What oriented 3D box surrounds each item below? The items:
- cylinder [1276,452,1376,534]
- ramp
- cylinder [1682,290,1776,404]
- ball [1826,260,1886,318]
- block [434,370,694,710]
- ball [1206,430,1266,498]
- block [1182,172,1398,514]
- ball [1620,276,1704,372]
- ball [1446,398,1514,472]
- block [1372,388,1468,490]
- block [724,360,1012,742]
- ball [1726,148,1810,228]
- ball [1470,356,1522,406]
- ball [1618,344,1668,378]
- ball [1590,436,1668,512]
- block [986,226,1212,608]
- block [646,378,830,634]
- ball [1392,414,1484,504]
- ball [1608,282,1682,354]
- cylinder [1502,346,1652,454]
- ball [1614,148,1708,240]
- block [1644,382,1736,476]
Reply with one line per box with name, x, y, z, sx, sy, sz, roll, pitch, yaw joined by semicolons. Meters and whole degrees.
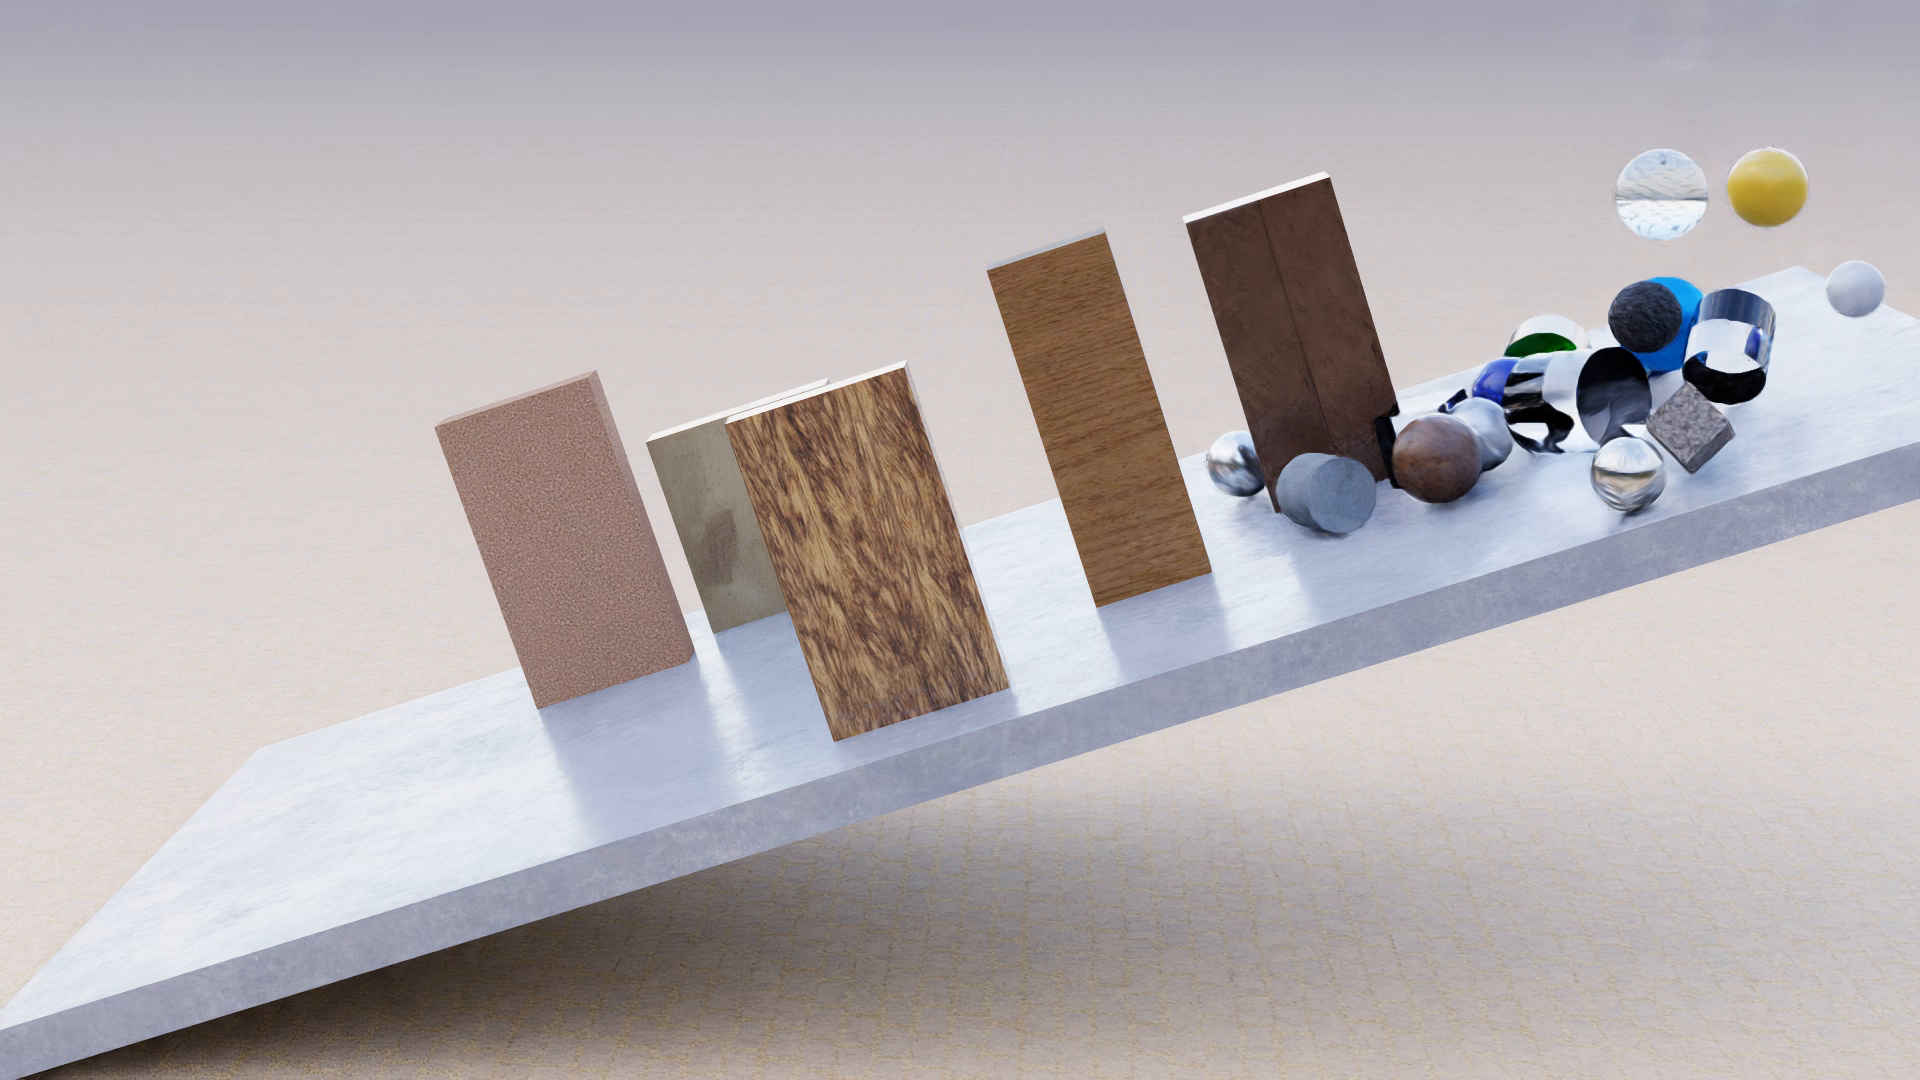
cylinder;0.741;-0.096;5.949;0.153;0.153;0.153;-4;6;-17
ramp;0.102;0.182;6.309;4.000;0.100;2.000;-17;11;5
cylinder;1.539;-0.387;5.883;0.163;0.163;0.163;5;52;22
ball;1.763;-0.493;5.790;0.113;0.113;0.113;0;12;0
block;-0.907;0.000;6.781;0.372;0.695;0.124;-17;11;5
ball;0.623;-0.169;6.533;0.149;0.149;0.149;0;12;0
block;0.725;-0.421;6.274;0.315;0.651;0.135;-17;11;5
ball;1.453;-0.446;6.069;0.197;0.197;0.197;0;12;0
ball;1.052;-0.213;5.982;0.153;0.153;0.153;0;12;0
block;0.979;-0.213;6.144;0.152;0.152;0.152;-11;13;35
block;-0.170;0.023;5.550;0.353;0.641;0.088;-17;11;5
ball;1.661;-0.724;6.049;0.164;0.164;0.164;0;12;0
ball;1.154;-0.308;6.188;0.157;0.157;0.157;0;12;0
ball;1.497;-0.422;6.365;0.140;0.140;0.140;0;12;0
ball;1.208;-0.119;5.315;0.137;0.137;0.137;0;12;0
block;0.283;-0.247;5.944;0.246;0.720;0.119;-17;11;5
block;-0.450;-0.080;6.989;0.445;0.486;0.112;-17;11;5
ball;0.950;-0.162;5.856;0.181;0.181;0.181;0;12;0
ball;1.357;-0.441;5.827;0.143;0.143;0.143;0;12;0
cylinder;1.235;-0.277;5.888;0.207;0.207;0.207;-8;3;-32
ball;1.484;-0.730;6.221;0.193;0.193;0.193;0;12;0
block;1.341;-0.204;5.401;0.109;0.109;0.109;49;8;21
